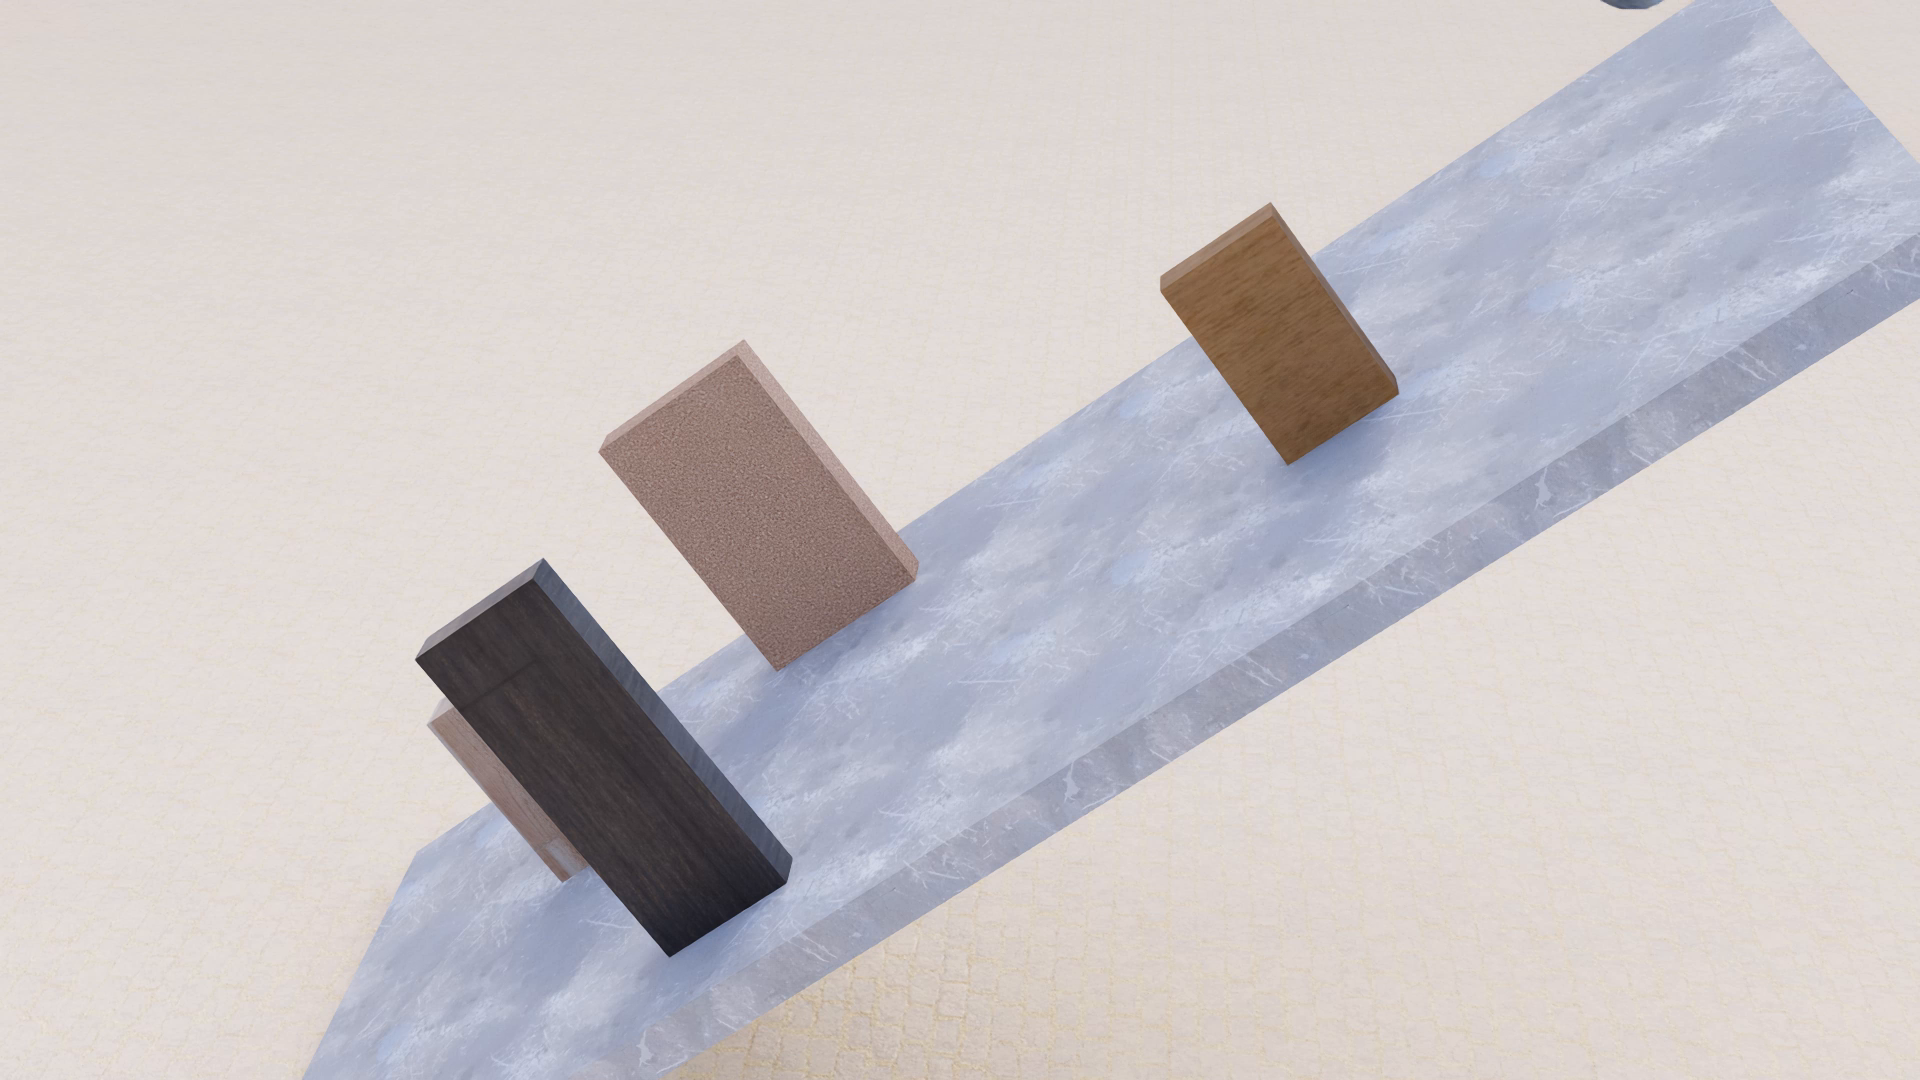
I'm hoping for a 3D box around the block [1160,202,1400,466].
[{"bbox_3d":[0.634,-0.408,5.840,0.265,0.446,0.103,-33,16,16],"label":"block"}]

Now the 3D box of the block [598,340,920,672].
[{"bbox_3d":[-0.468,-0.076,6.906,0.413,0.681,0.114,-33,16,16],"label":"block"}]

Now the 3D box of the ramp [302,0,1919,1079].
[{"bbox_3d":[0.132,0.177,6.315,4.000,0.100,2.000,-33,16,16],"label":"ramp"}]

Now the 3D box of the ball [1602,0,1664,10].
[{"bbox_3d":[1.260,-1.093,5.496,0.203,0.203,0.203,0,22,0],"label":"ball"}]

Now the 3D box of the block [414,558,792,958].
[{"bbox_3d":[-0.688,0.431,5.741,0.297,0.789,0.103,-33,16,16],"label":"block"}]

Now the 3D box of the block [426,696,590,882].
[{"bbox_3d":[-0.891,0.471,6.653,0.387,0.484,0.131,-33,16,16],"label":"block"}]
